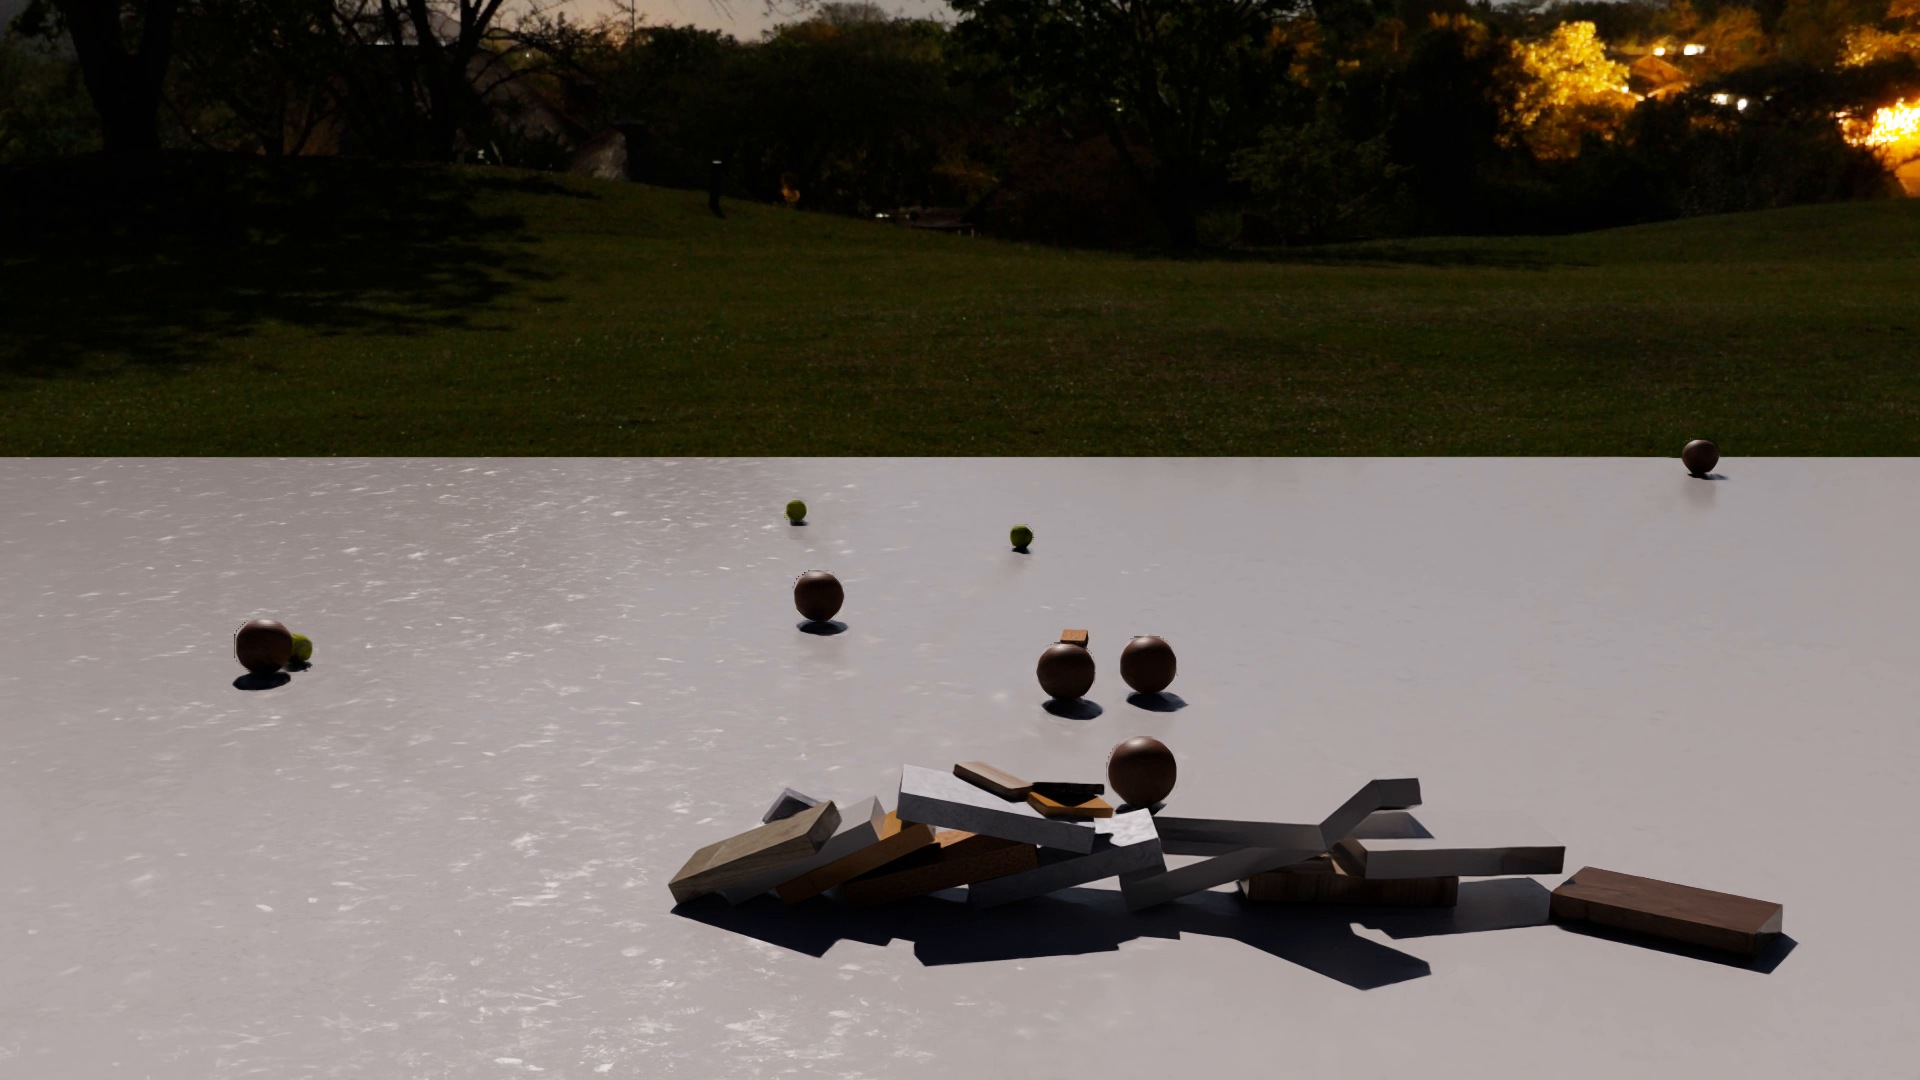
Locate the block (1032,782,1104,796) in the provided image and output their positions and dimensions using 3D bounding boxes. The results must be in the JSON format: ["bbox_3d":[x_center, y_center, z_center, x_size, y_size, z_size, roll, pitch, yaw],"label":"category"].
[{"bbox_3d":[0.181,0.413,3.660,0.063,0.018,0.127,-1,-7,34],"label":"block"}]

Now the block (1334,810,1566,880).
[{"bbox_3d":[0.811,0.508,3.678,0.345,0.049,0.172,0,13,-11],"label":"block"}]

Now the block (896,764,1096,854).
[{"bbox_3d":[0.058,0.443,3.624,0.320,0.045,0.160,11,10,-2],"label":"block"}]

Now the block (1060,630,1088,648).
[{"bbox_3d":[0.284,0.245,5.481,0.060,0.017,0.120,1,11,7],"label":"block"}]

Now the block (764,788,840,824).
[{"bbox_3d":[-0.226,0.491,3.740,0.208,0.076,0.022,27,27,-23],"label":"block"}]

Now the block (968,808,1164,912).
[{"bbox_3d":[0.171,0.529,3.657,0.320,0.045,0.160,-14,10,1],"label":"block"}]

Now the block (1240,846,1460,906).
[{"bbox_3d":[0.639,0.551,3.673,0.345,0.049,0.172,2,13,-3],"label":"block"}]

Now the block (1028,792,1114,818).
[{"bbox_3d":[0.181,0.436,3.611,0.127,0.018,0.063,5,12,-28],"label":"block"}]

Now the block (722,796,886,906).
[{"bbox_3d":[-0.258,0.515,3.652,0.271,0.038,0.135,-25,9,7],"label":"block"}]

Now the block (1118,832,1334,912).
[{"bbox_3d":[0.432,0.511,3.641,0.345,0.049,0.172,-18,13,5],"label":"block"}]

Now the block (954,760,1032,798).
[{"bbox_3d":[0.057,0.400,3.674,0.127,0.018,0.063,20,14,41],"label":"block"}]

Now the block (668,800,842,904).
[{"bbox_3d":[-0.337,0.515,3.628,0.271,0.038,0.135,-22,10,21],"label":"block"}]

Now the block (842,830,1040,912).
[{"bbox_3d":[-0.032,0.533,3.653,0.319,0.045,0.160,-13,10,3],"label":"block"}]

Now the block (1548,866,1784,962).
[{"bbox_3d":[1.127,0.595,3.516,0.321,0.046,0.161,7,13,35],"label":"block"}]

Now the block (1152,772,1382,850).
[{"bbox_3d":[0.501,0.443,3.611,0.350,0.046,0.161,-4,20,47],"label":"block"}]

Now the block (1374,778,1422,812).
[{"bbox_3d":[0.667,0.467,3.832,0.161,0.046,0.321,-1,-15,-10],"label":"block"}]

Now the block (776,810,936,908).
[{"bbox_3d":[-0.170,0.516,3.649,0.271,0.038,0.135,-25,9,6],"label":"block"}]
